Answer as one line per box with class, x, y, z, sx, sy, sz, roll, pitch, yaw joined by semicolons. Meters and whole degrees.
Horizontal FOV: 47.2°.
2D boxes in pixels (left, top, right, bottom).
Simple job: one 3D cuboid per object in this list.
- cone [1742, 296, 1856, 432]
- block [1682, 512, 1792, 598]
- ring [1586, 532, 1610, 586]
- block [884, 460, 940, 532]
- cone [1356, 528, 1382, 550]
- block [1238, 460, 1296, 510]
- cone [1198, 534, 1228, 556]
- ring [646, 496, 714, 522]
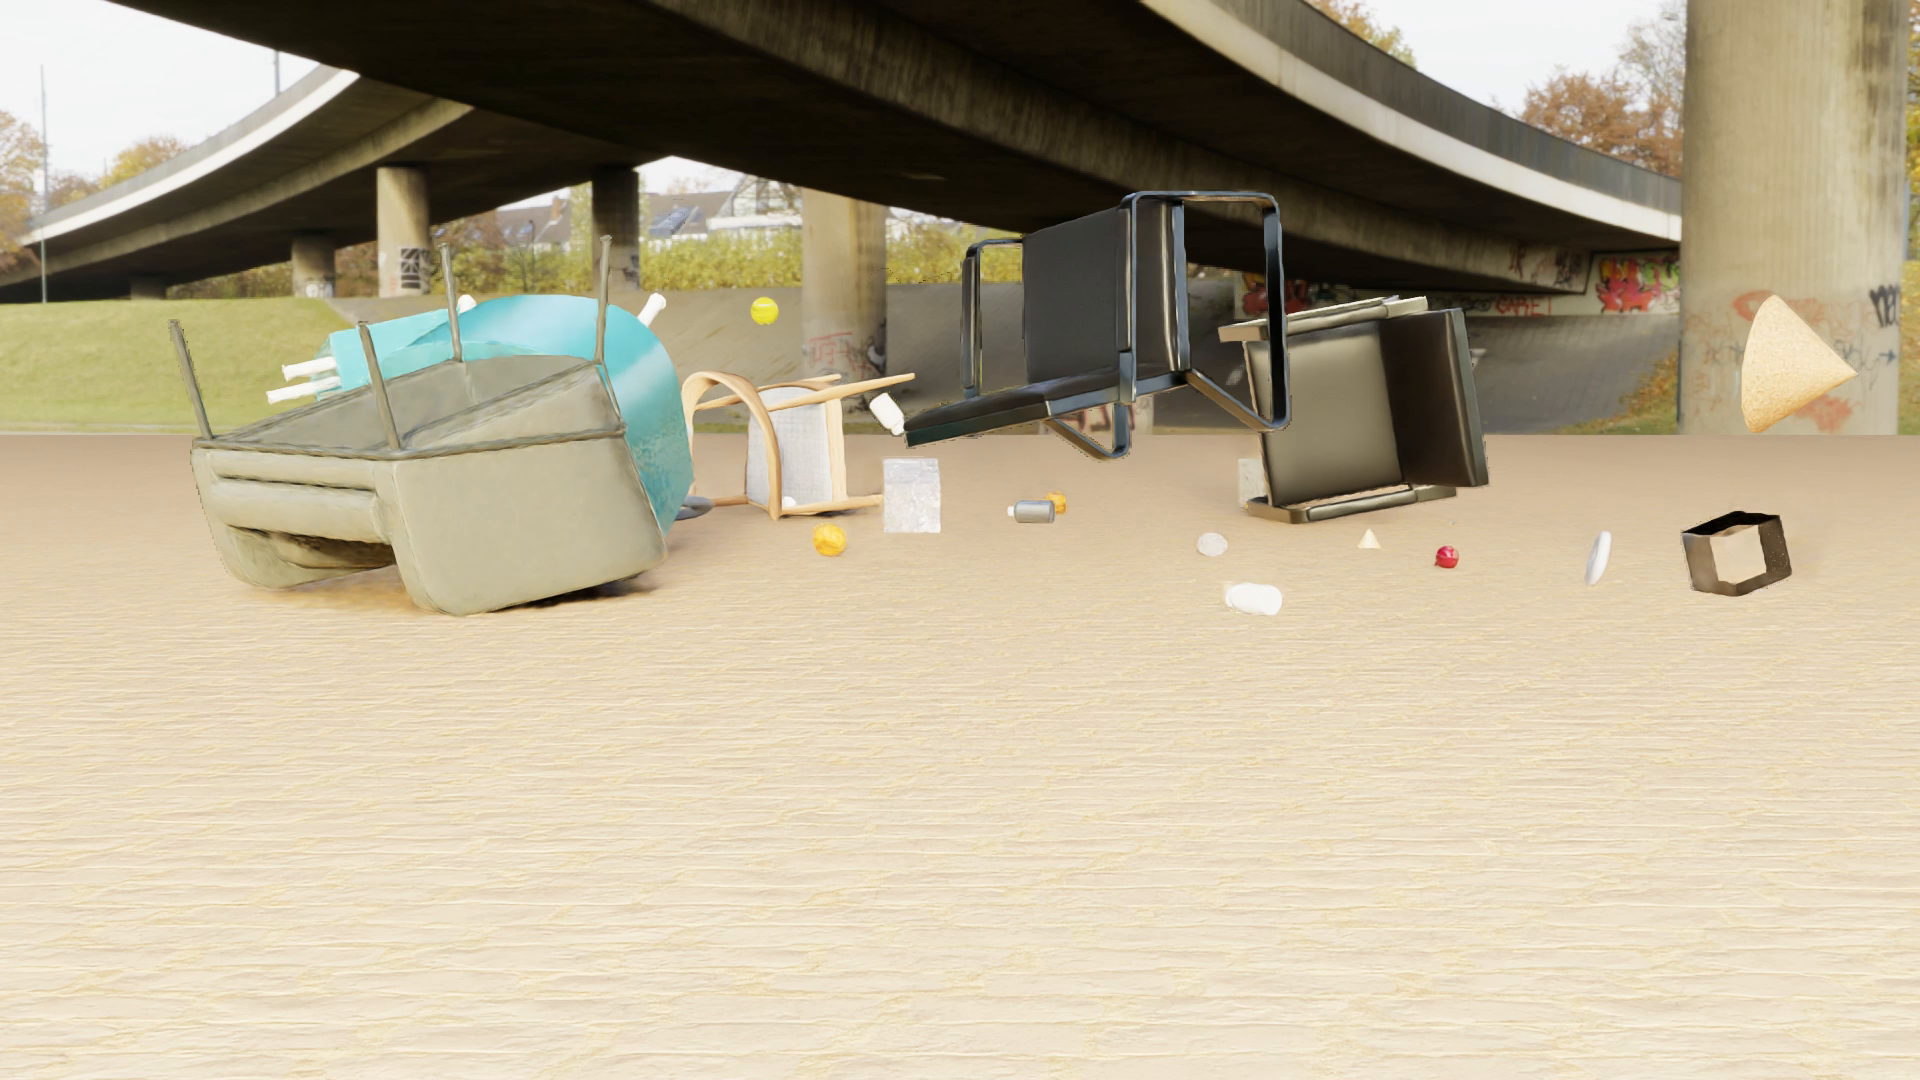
cone;1.874;-0.376;4.842;0.196;0.308;0.325;11;8;36
block;1.700;0.030;4.814;0.151;0.137;0.144;-19;11;-18
ring;1.452;0.044;5.005;0.028;0.120;0.149;18;44;7
block;-0.153;-0.142;6.972;0.173;0.161;0.239;0;21;-3
cone;1.149;-0.005;6.175;0.074;0.060;0.042;2;3;9
block;1.158;-0.211;8.279;0.146;0.181;0.180;-2;3;-21
cone;0.683;0.026;5.952;0.080;0.067;0.063;4;-24;9
ring;-0.952;-0.107;7.471;0.264;0.039;0.108;-7;-36;-37
